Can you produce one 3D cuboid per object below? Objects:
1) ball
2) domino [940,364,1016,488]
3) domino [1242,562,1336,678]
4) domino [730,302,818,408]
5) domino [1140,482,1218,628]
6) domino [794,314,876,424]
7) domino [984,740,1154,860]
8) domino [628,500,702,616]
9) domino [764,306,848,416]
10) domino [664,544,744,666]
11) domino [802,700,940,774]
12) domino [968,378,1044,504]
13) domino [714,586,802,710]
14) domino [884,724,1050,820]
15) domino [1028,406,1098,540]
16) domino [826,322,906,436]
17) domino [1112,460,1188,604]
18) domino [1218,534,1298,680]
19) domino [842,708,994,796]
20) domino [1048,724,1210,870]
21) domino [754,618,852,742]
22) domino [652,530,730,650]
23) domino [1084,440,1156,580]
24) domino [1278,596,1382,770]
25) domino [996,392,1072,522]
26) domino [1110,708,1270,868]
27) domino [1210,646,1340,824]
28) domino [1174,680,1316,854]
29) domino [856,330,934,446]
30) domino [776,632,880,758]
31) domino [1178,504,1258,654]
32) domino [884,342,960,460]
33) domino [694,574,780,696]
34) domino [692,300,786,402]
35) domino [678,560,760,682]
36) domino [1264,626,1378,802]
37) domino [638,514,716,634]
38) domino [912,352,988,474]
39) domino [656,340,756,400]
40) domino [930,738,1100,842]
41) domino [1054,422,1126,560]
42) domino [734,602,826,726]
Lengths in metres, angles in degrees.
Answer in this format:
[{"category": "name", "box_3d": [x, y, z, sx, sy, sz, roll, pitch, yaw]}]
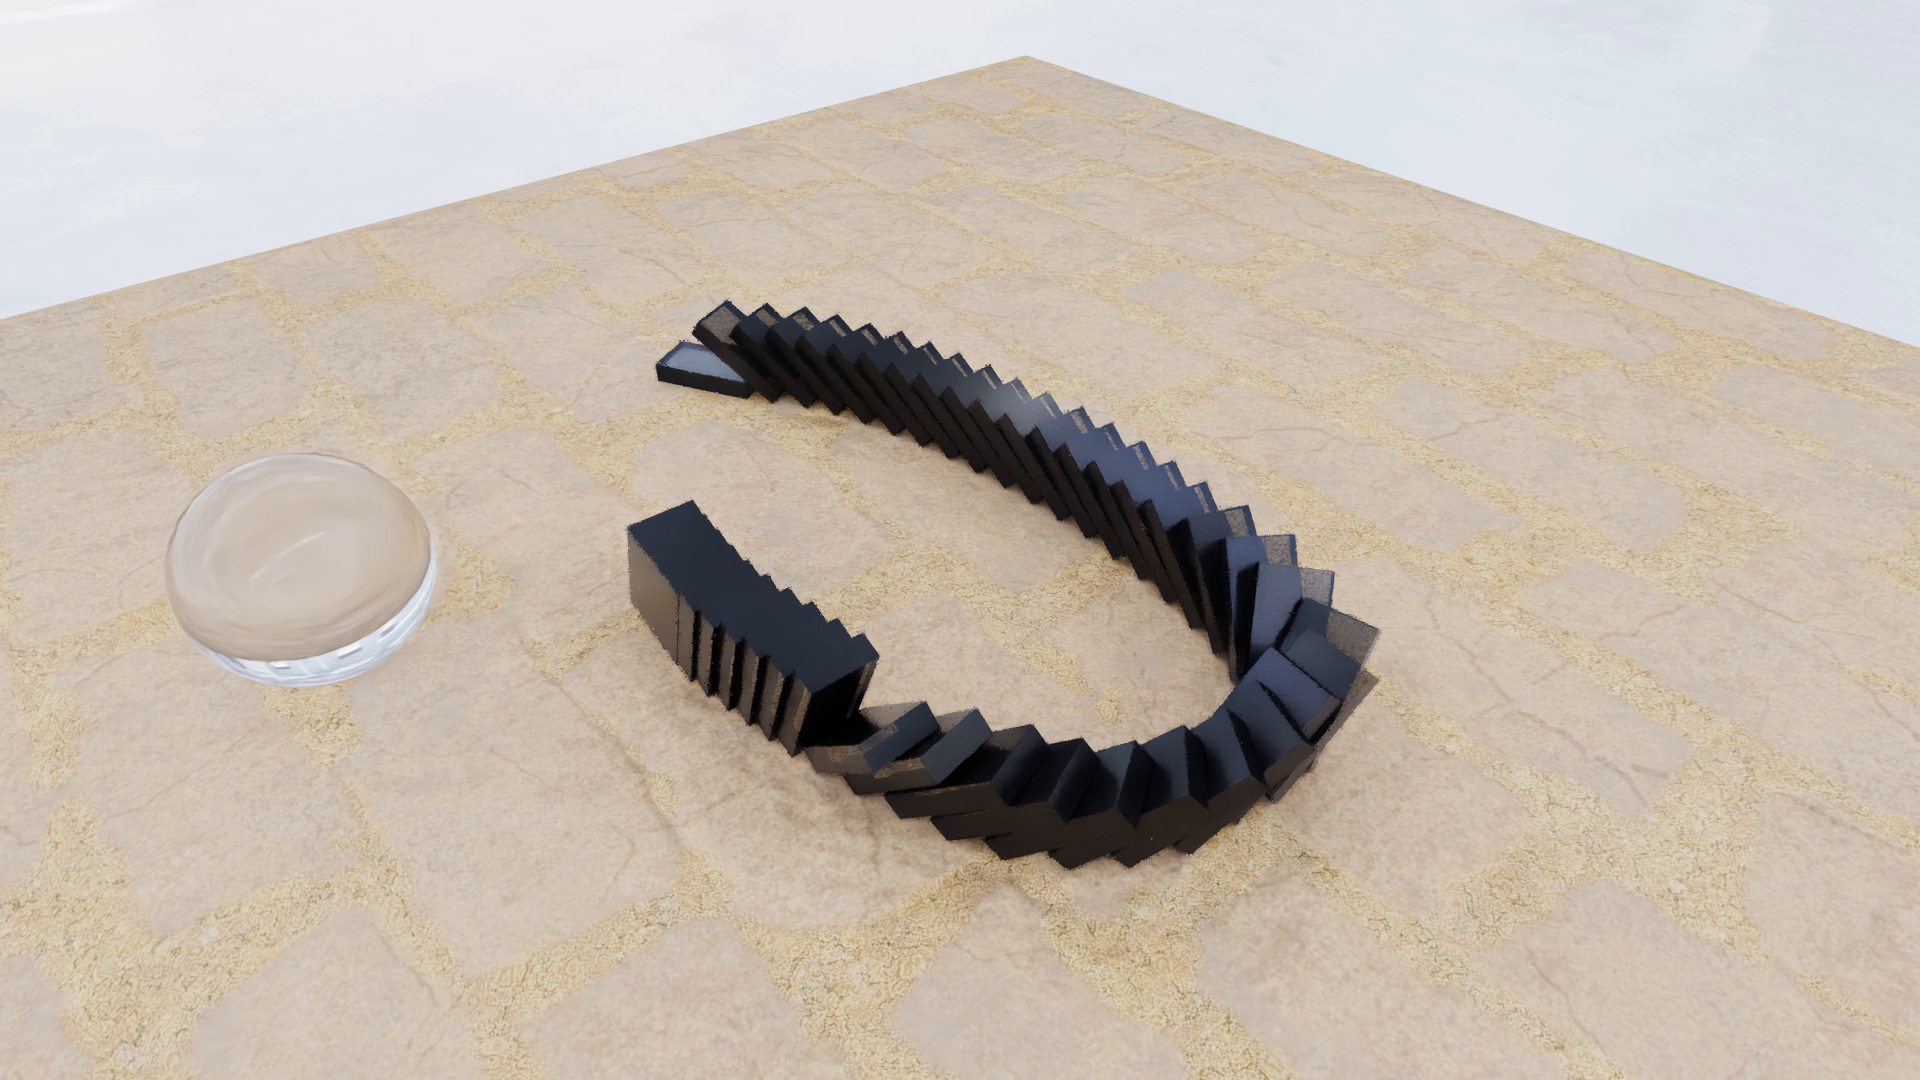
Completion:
[{"category": "ball", "box_3d": [-0.223, 0.010, 0.376, 0.080, 0.080, 0.080, 0, 39, 0]}, {"category": "domino", "box_3d": [0.016, -0.050, 0.483, 0.025, 0.010, 0.050, -31, 85, -32]}, {"category": "domino", "box_3d": [0.111, 0.034, 0.375, 0.025, 0.050, 0.009, 7, -2, 8]}, {"category": "domino", "box_3d": [-0.084, -0.089, 0.531, 0.050, 0.010, 0.025, 43, 47, -3]}, {"category": "domino", "box_3d": [0.090, 0.005, 0.414, 0.025, 0.010, 0.050, -17, 80, -20]}, {"category": "domino", "box_3d": [-0.052, -0.081, 0.521, 0.050, 0.010, 0.025, 49, 51, 1]}, {"category": "domino", "box_3d": [0.032, 0.077, 0.325, 0.050, 0.010, 0.025, -26, 24, 38]}, {"category": "domino", "box_3d": [-0.107, 0.008, 0.402, 0.025, 0.050, 0.009, -26, 67, -28]}, {"category": "domino", "box_3d": [-0.067, -0.086, 0.527, 0.050, 0.009, 0.025, 48, 49, -1]}, {"category": "domino", "box_3d": [-0.089, 0.023, 0.383, 0.025, 0.050, 0.010, -26, 67, -28]}, {"category": "domino", "box_3d": [-0.029, 0.062, 0.342, 0.025, 0.009, 0.050, -30, 4, -28]}, {"category": "domino", "box_3d": [0.028, -0.043, 0.474, 0.025, 0.009, 0.050, -31, 85, -32]}, {"category": "domino", "box_3d": [-0.067, 0.037, 0.366, 0.025, 0.050, 0.010, -26, 67, -28]}, {"category": "domino", "box_3d": [0.001, 0.071, 0.333, 0.050, 0.010, 0.025, -21, 18, 47]}, {"category": "domino", "box_3d": [0.052, -0.028, 0.456, 0.025, 0.009, 0.050, -25, 82, -27]}, {"category": "domino", "box_3d": [-0.036, -0.075, 0.514, 0.050, 0.009, 0.025, 51, 53, 2]}, {"category": "domino", "box_3d": [0.081, -0.003, 0.425, 0.025, 0.009, 0.050, -19, 80, -22]}, {"category": "domino", "box_3d": [0.107, 0.024, 0.389, 0.025, 0.010, 0.050, -3, 84, -4]}, {"category": "domino", "box_3d": [-0.014, 0.066, 0.338, 0.025, 0.009, 0.050, -36, 7, -36]}, {"category": "domino", "box_3d": [0.049, 0.076, 0.325, 0.050, 0.010, 0.025, -33, 29, 29]}, {"category": "domino", "box_3d": [-0.051, 0.046, 0.356, 0.025, 0.050, 0.009, -27, 68, -29]}, {"category": "domino", "box_3d": [-0.095, 0.018, 0.389, 0.025, 0.050, 0.010, -26, 67, -28]}, {"category": "domino", "box_3d": [0.072, -0.012, 0.436, 0.025, 0.009, 0.050, -21, 81, -24]}, {"category": "domino", "box_3d": [0.115, 0.047, 0.360, 0.025, 0.010, 0.050, 26, 90, 27]}, {"category": "domino", "box_3d": [0.040, -0.036, 0.465, 0.025, 0.009, 0.050, -29, 84, -30]}, {"category": "domino", "box_3d": [0.065, 0.074, 0.328, 0.050, 0.010, 0.025, -38, 34, 23]}, {"category": "domino", "box_3d": [0.092, 0.061, 0.344, 0.050, 0.009, 0.025, -53, 49, 8]}, {"category": "domino", "box_3d": [0.080, 0.069, 0.334, 0.050, 0.009, 0.025, -45, 41, 14]}, {"category": "domino", "box_3d": [-0.022, -0.070, 0.507, 0.025, 0.010, 0.050, -36, 87, -36]}, {"category": "domino", "box_3d": [-0.043, 0.050, 0.350, 0.025, 0.050, 0.009, -28, 69, -29]}, {"category": "domino", "box_3d": [0.099, 0.014, 0.402, 0.025, 0.009, 0.050, -11, 80, -13]}, {"category": "domino", "box_3d": [-0.009, -0.063, 0.499, 0.025, 0.010, 0.050, -35, 87, -35]}, {"category": "domino", "box_3d": [-0.075, 0.033, 0.371, 0.025, 0.050, 0.009, -26, 67, -28]}, {"category": "domino", "box_3d": [-0.102, -0.092, 0.534, 0.050, 0.010, 0.025, 41, 44, -6]}, {"category": "domino", "box_3d": [-0.083, 0.028, 0.377, 0.025, 0.050, 0.010, -26, 67, -28]}, {"category": "domino", "box_3d": [0.106, 0.055, 0.349, 0.025, 0.009, 0.050, 42, 99, 35]}, {"category": "domino", "box_3d": [-0.101, 0.013, 0.396, 0.025, 0.050, 0.010, -26, 67, -28]}, {"category": "domino", "box_3d": [0.004, -0.057, 0.491, 0.025, 0.010, 0.050, -33, 86, -34]}, {"category": "domino", "box_3d": [-0.122, -0.085, 0.547, 0.050, 0.009, 0.025, 13, 41, 16]}, {"category": "domino", "box_3d": [0.016, 0.075, 0.328, 0.050, 0.010, 0.025, -23, 21, 44]}, {"category": "domino", "box_3d": [0.062, -0.020, 0.446, 0.025, 0.009, 0.050, -24, 82, -26]}, {"category": "domino", "box_3d": [-0.059, 0.041, 0.361, 0.025, 0.050, 0.009, -26, 67, -29]}]
